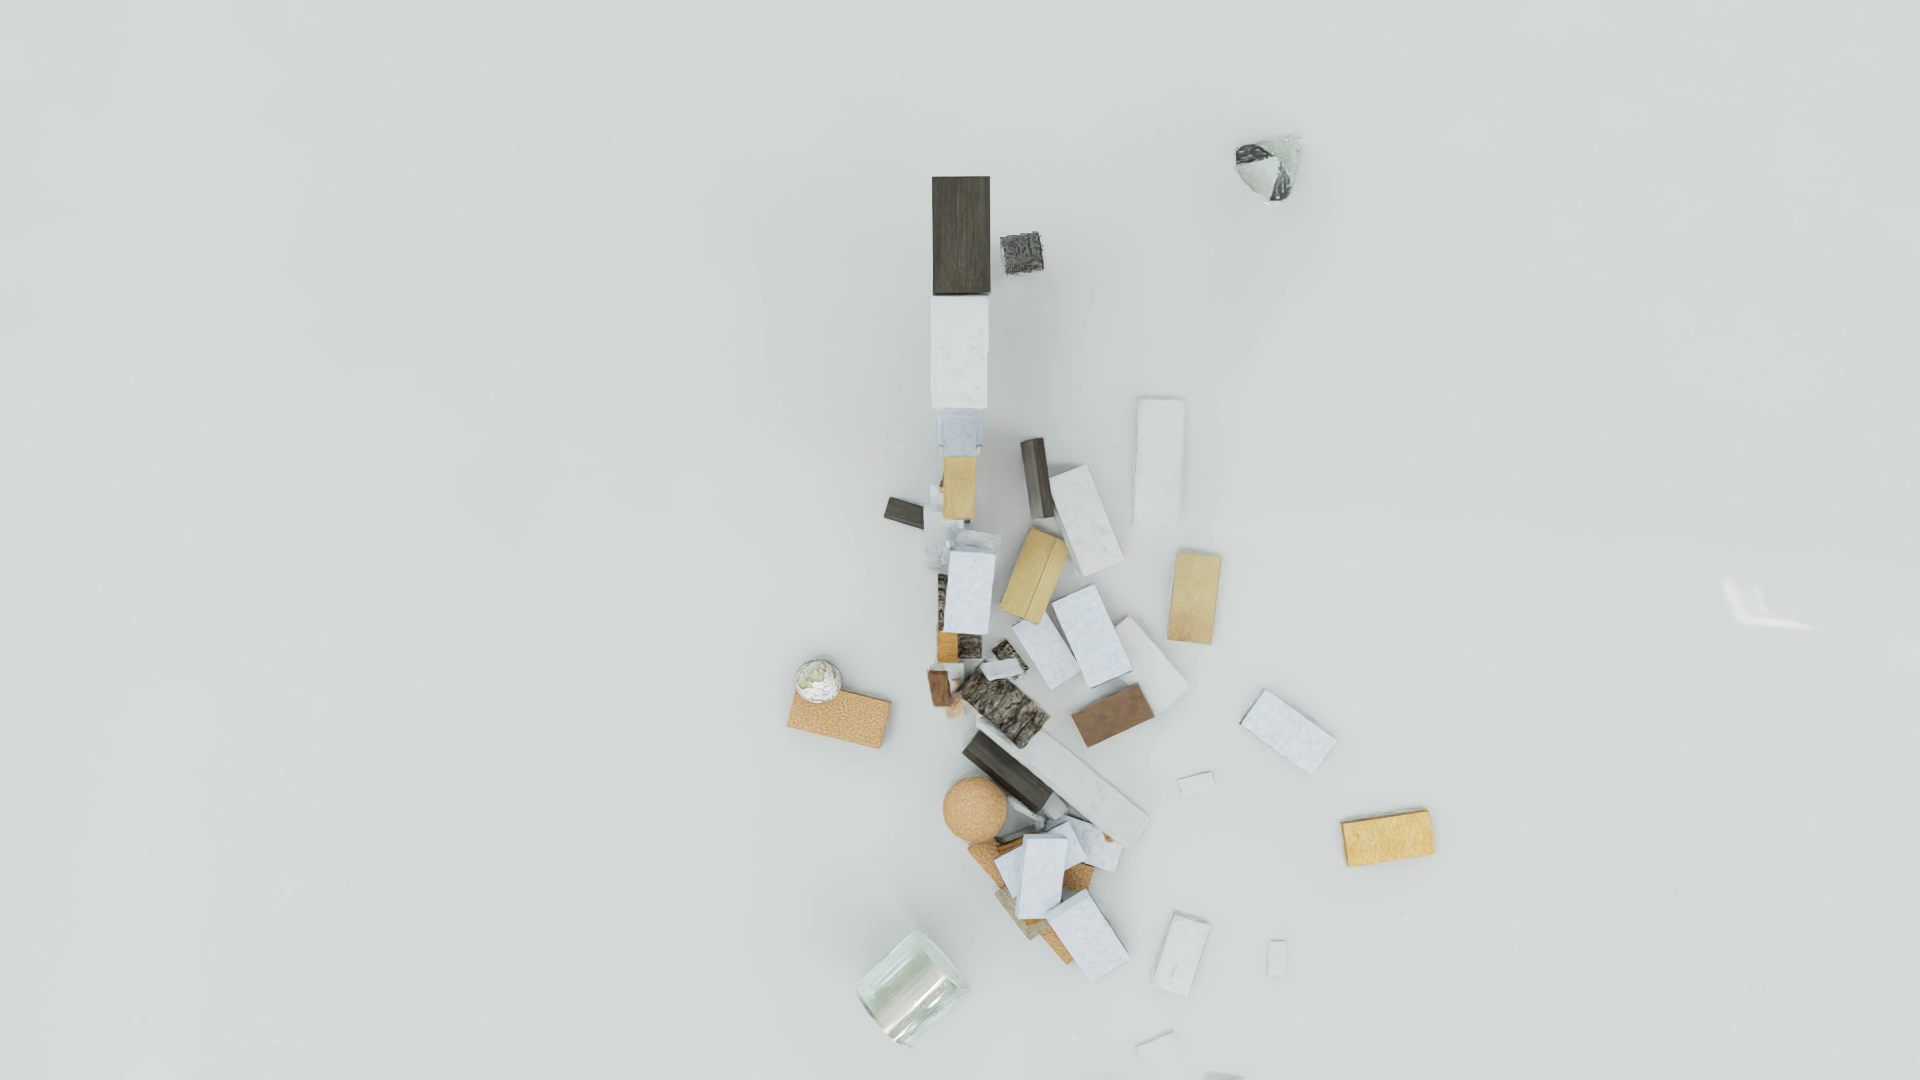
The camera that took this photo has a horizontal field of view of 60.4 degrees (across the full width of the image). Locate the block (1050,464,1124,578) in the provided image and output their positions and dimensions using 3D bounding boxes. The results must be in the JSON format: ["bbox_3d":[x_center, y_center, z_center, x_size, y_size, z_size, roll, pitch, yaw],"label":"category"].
[{"bbox_3d":[0.407,-0.063,5.456,0.155,0.044,0.342,-22,90,-17],"label":"block"}]

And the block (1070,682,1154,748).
[{"bbox_3d":[0.505,0.579,5.458,0.246,0.035,0.123,-26,93,10],"label":"block"}]

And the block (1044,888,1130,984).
[{"bbox_3d":[0.420,1.299,5.406,0.158,0.045,0.316,-32,118,0],"label":"block"}]

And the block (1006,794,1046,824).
[{"bbox_3d":[0.215,0.886,5.434,0.136,0.068,0.019,33,93,-34],"label":"block"}]

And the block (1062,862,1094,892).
[{"bbox_3d":[0.342,1.103,5.486,0.191,0.027,0.095,18,90,0],"label":"block"}]

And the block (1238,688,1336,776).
[{"bbox_3d":[1.087,0.637,5.480,0.288,0.041,0.144,36,90,0],"label":"block"}]

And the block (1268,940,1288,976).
[{"bbox_3d":[1.057,1.393,5.492,0.057,0.016,0.113,5,90,0],"label":"block"}]

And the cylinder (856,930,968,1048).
[{"bbox_3d":[-0.156,1.459,5.369,0.263,0.263,0.263,-43,90,0],"label":"cylinder"}]

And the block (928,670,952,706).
[{"bbox_3d":[-0.065,0.489,5.430,0.063,0.018,0.126,1,119,19],"label":"block"}]

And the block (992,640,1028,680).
[{"bbox_3d":[0.167,0.398,5.491,0.063,0.018,0.125,-38,90,0],"label":"block"}]

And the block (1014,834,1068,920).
[{"bbox_3d":[0.263,1.091,5.348,0.138,0.039,0.275,3,101,-15],"label":"block"}]

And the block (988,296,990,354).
[{"bbox_3d":[0.001,-0.756,5.118,0.178,0.050,0.356,0,90,0],"label":"block"}]

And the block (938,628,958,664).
[{"bbox_3d":[-0.039,0.348,5.433,0.063,0.018,0.125,0,114,0],"label":"block"}]

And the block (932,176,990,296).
[{"bbox_3d":[0.004,-0.810,4.394,0.154,0.044,0.309,0,90,0],"label":"block"}]

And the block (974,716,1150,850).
[{"bbox_3d":[0.338,0.766,5.446,0.650,0.037,0.131,40,54,0],"label":"block"}]

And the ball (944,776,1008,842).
[{"bbox_3d":[0.051,0.881,5.394,0.211,0.211,0.211,0,90,0],"label":"ball"}]

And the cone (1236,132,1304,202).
[{"bbox_3d":[1.066,-1.275,5.426,0.226,0.226,0.226,45,73,0],"label":"cone"}]

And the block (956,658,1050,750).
[{"bbox_3d":[0.142,0.540,5.427,0.288,0.041,0.144,41,56,6],"label":"block"}]

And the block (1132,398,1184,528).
[{"bbox_3d":[0.659,-0.255,5.479,0.146,0.041,0.418,3,90,0],"label":"block"}]

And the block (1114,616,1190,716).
[{"bbox_3d":[0.603,0.418,5.478,0.155,0.044,0.310,-41,90,0],"label":"block"}]

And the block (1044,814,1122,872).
[{"bbox_3d":[0.406,0.999,5.481,0.262,0.037,0.131,18,90,0],"label":"block"}]

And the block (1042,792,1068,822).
[{"bbox_3d":[0.290,0.861,5.460,0.068,0.019,0.136,-32,76,-34],"label":"block"}]

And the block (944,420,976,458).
[{"bbox_3d":[0.000,-0.280,5.135,0.097,0.027,0.194,0,68,0],"label":"block"}]

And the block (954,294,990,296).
[{"bbox_3d":[0.004,-0.705,4.570,0.154,0.309,0.044,0,90,0],"label":"block"}]

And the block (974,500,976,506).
[{"bbox_3d":[-0.001,-0.197,5.414,0.107,0.213,0.030,0,45,0],"label":"block"}]

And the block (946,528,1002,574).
[{"bbox_3d":[0.034,0.106,5.402,0.145,0.041,0.290,10,120,-6],"label":"block"}]

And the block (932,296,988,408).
[{"bbox_3d":[-0.001,-0.500,4.408,0.148,0.042,0.295,0,90,0],"label":"block"}]

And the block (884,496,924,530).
[{"bbox_3d":[-0.175,-0.088,5.490,0.146,0.021,0.073,17,90,0],"label":"block"}]

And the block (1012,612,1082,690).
[{"bbox_3d":[0.288,0.361,5.483,0.123,0.035,0.246,-32,90,0],"label":"block"}]

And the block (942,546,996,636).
[{"bbox_3d":[0.029,0.165,5.338,0.146,0.041,0.292,4,114,-2],"label":"block"}]

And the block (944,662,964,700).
[{"bbox_3d":[-0.019,0.466,5.477,0.063,0.018,0.126,-1,104,0],"label":"block"}]

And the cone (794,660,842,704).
[{"bbox_3d":[-0.460,0.431,5.393,0.157,0.157,0.157,3,62,-6],"label":"cone"}]

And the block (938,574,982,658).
[{"bbox_3d":[0.001,0.252,5.422,0.145,0.041,0.290,0,114,0],"label":"block"}]

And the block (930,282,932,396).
[{"bbox_3d":[-0.003,-0.578,4.747,0.162,0.046,0.323,0,90,0],"label":"block"}]

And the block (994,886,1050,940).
[{"bbox_3d":[0.210,1.220,5.459,0.095,0.027,0.191,-37,90,0],"label":"block"}]

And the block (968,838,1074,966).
[{"bbox_3d":[0.226,1.190,5.486,0.095,0.027,0.505,-41,90,0],"label":"block"}]

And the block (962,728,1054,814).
[{"bbox_3d":[0.174,0.739,5.435,0.316,0.045,0.158,40,54,0],"label":"block"}]

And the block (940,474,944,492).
[{"bbox_3d":[-0.021,-0.187,5.252,0.073,0.146,0.021,2,114,6],"label":"block"}]

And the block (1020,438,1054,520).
[{"bbox_3d":[0.255,-0.200,5.432,0.037,0.131,0.261,-8,90,-16],"label":"block"}]

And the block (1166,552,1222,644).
[{"bbox_3d":[0.777,0.194,5.479,0.146,0.041,0.292,7,90,0],"label":"block"}]

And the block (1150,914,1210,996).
[{"bbox_3d":[0.732,1.378,5.483,0.123,0.035,0.246,18,90,0],"label":"block"}]

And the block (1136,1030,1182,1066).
[{"bbox_3d":[0.662,1.692,5.490,0.136,0.019,0.068,-23,90,0],"label":"block"}]

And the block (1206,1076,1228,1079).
[{"bbox_3d":[0.868,1.926,5.481,0.131,0.037,0.262,9,90,0],"label":"block"}]

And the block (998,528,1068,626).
[{"bbox_3d":[0.248,0.121,5.458,0.145,0.041,0.290,22,81,0],"label":"block"}]

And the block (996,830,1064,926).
[{"bbox_3d":[0.235,1.114,5.431,0.138,0.039,0.275,-21,88,-7],"label":"block"}]

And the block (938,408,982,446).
[{"bbox_3d":[-0.001,-0.436,5.204,0.138,0.039,0.276,0,90,0],"label":"block"}]

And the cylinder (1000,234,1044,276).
[{"bbox_3d":[0.205,-0.941,5.439,0.122,0.122,0.122,-9,90,0],"label":"cylinder"}]

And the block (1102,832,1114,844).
[{"bbox_3d":[0.496,0.942,5.463,0.057,0.016,0.113,-9,65,-14],"label":"block"}]

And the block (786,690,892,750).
[{"bbox_3d":[-0.401,0.578,5.478,0.316,0.045,0.158,14,90,0],"label":"block"}]

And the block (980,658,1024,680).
[{"bbox_3d":[0.137,0.422,5.403,0.125,0.063,0.018,-9,133,-21],"label":"block"}]

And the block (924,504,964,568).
[{"bbox_3d":[-0.052,-0.014,5.393,0.130,0.261,0.037,0,47,0],"label":"block"}]

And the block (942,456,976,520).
[{"bbox_3d":[-0.002,-0.157,5.028,0.097,0.027,0.194,1,76,0],"label":"block"}]

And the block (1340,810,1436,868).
[{"bbox_3d":[1.421,0.991,5.480,0.288,0.041,0.144,-9,90,0],"label":"block"}]

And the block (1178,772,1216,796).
[{"bbox_3d":[0.788,0.812,5.492,0.113,0.016,0.057,-14,90,0],"label":"block"}]

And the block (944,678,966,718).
[{"bbox_3d":[-0.023,0.526,5.473,0.063,0.018,0.126,-9,103,2],"label":"block"}]

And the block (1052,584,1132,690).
[{"bbox_3d":[0.436,0.319,5.440,0.155,0.044,0.310,-24,78,4],"label":"block"}]

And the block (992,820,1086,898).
[{"bbox_3d":[0.261,1.044,5.400,0.275,0.039,0.138,-27,89,-8],"label":"block"}]

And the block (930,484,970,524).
[{"bbox_3d":[-0.030,-0.116,5.371,0.131,0.261,0.037,0,71,0],"label":"block"}]
